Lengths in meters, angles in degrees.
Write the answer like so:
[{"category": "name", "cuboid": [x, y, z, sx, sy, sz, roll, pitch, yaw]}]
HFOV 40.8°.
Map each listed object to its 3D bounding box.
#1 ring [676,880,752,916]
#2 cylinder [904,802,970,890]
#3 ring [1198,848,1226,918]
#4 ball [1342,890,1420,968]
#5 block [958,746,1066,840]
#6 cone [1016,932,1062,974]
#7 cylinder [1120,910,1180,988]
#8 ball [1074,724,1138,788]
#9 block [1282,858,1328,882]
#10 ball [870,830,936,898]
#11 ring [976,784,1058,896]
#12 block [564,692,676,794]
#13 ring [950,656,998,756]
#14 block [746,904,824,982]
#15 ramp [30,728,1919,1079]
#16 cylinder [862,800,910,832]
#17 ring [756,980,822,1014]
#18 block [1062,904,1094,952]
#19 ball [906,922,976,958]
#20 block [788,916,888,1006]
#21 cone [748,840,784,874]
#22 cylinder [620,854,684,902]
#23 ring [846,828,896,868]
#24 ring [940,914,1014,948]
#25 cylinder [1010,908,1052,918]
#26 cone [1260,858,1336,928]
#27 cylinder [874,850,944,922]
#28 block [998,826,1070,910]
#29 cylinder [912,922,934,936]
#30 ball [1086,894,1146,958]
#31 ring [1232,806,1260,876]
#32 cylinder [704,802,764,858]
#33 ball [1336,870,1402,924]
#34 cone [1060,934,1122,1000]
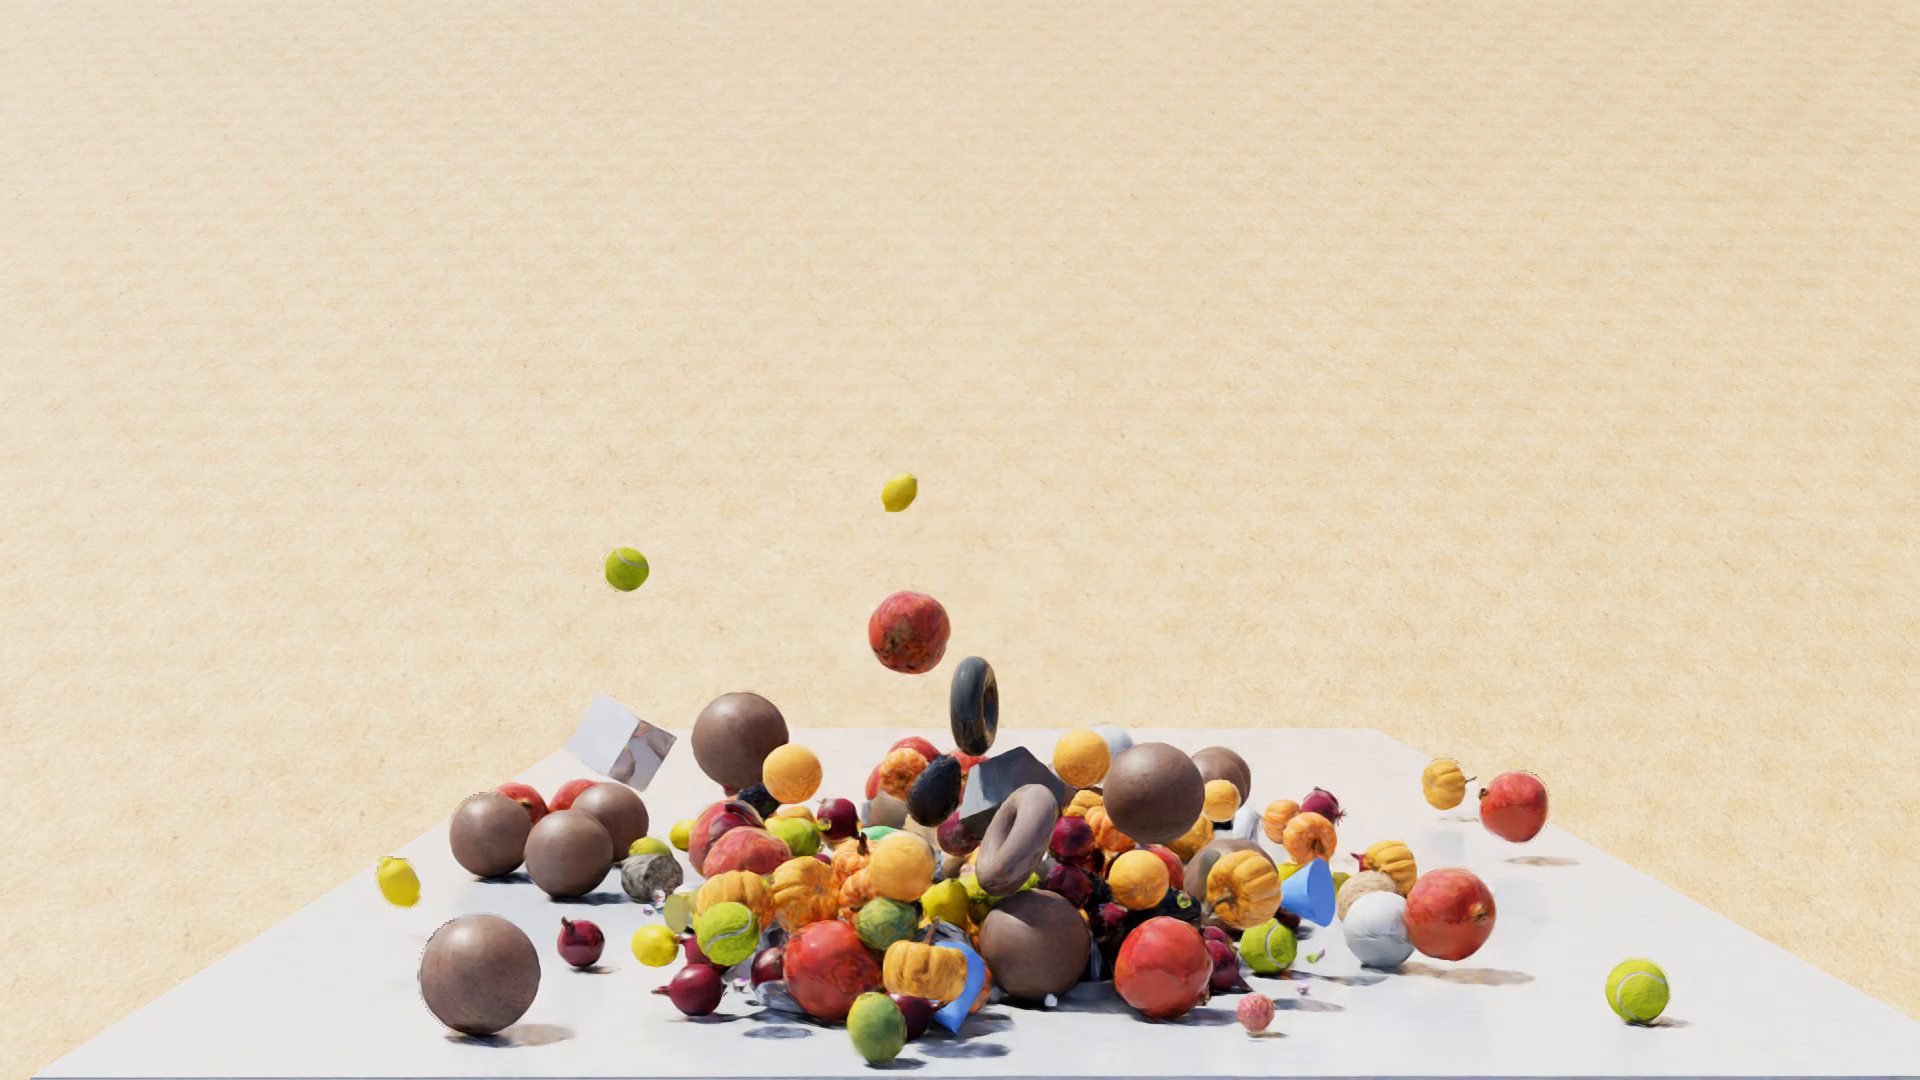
[{"category": "ring", "cuboid": [-0.348, 0.505, 3.628, 0.114, 0.038, 0.114, 4, 4, 0]}, {"category": "cylinder", "cuboid": [-0.040, 0.451, 3.796, 0.098, 0.098, 0.098, 5, 53, -6]}, {"category": "ring", "cuboid": [0.324, 0.440, 3.311, 0.030, 0.090, 0.090, -5, 27, 8]}, {"category": "ball", "cuboid": [0.523, 0.483, 3.203, 0.095, 0.095, 0.095, 0, 28, 0]}, {"category": "block", "cuboid": [0.065, 0.327, 3.216, 0.086, 0.086, 0.086, -26, 34, 35]}, {"category": "cone", "cuboid": [0.105, 0.503, 3.174, 0.053, 0.053, 0.053, -9, 27, -37]}, {"category": "cylinder", "cuboid": [0.227, 0.486, 3.067, 0.065, 0.065, 0.065, 5, 39, 9]}, {"category": "ball", "cuboid": [0.214, 0.318, 3.788, 0.093, 0.093, 0.093, 0, 28, 0]}, {"category": "block", "cuboid": [0.501, 0.494, 3.742, 0.058, 0.058, 0.058, 0, 1, 17]}, {"category": "ball", "cuboid": [-0.066, 0.377, 3.014, 0.078, 0.078, 0.078, 0, 28, 0]}, {"category": "ring", "cuboid": [0.066, 0.348, 3.000, 0.047, 0.141, 0.141, 29, 25, -12]}, {"category": "block", "cuboid": [-0.422, 0.252, 3.217, 0.081, 0.081, 0.081, 28, -5, 35]}, {"category": "ring", "cuboid": [0.018, 0.206, 3.210, 0.042, 0.125, 0.125, -1, 27, 14]}, {"category": "block", "cuboid": [-0.200, 0.487, 3.090, 0.074, 0.074, 0.074, -18, 8, -22]}, {"category": "ramp", "cuboid": [0.062, 0.561, 4.599, 2.000, 0.100, 4.000, 0, 1, 0]}, {"category": "cylinder", "cuboid": [-0.122, 0.475, 4.271, 0.081, 0.081, 0.081, 0, 1, 0]}, {"category": "ring", "cuboid": [-0.194, 0.519, 2.931, 0.077, 0.026, 0.077, 10, -1, 0]}, {"category": "block", "cuboid": [0.168, 0.500, 3.337, 0.053, 0.053, 0.053, 0, -3, -20]}, {"category": "ball", "cuboid": [-0.023, 0.491, 3.034, 0.084, 0.084, 0.084, 0, 28, 0]}, {"category": "block", "cuboid": [-0.143, 0.491, 3.022, 0.085, 0.085, 0.085, -1, 1, -34]}, {"category": "cone", "cuboid": [-0.291, 0.504, 4.011, 0.056, 0.056, 0.056, -20, 36, -33]}, {"category": "cylinder", "cuboid": [-0.444, 0.488, 3.730, 0.066, 0.066, 0.066, -23, 10, -37]}, {"category": "ring", "cuboid": [-0.123, 0.480, 4.017, 0.109, 0.109, 0.036, -1, 60, -3]}, {"category": "ring", "cuboid": [0.017, 0.509, 3.368, 0.106, 0.035, 0.106, -5, 1, 0]}, {"category": "cylinder", "cuboid": [0.082, 0.476, 3.524, 0.075, 0.075, 0.075, 7, 25, -17]}, {"category": "cone", "cuboid": [0.402, 0.432, 3.143, 0.083, 0.083, 0.083, -9, 21, 30]}, {"category": "cylinder", "cuboid": [-0.070, 0.476, 3.562, 0.093, 0.093, 0.093, -2, 28, -1]}, {"category": "block", "cuboid": [0.085, 0.401, 3.160, 0.071, 0.071, 0.071, -4, 27, 19]}, {"category": "cylinder", "cuboid": [-0.034, 0.505, 3.202, 0.053, 0.053, 0.053, 0, 1, 0]}, {"category": "ball", "cuboid": [0.201, 0.489, 3.278, 0.080, 0.080, 0.080, 0, 28, 0]}, {"category": "ring", "cuboid": [0.442, 0.466, 3.992, 0.037, 0.110, 0.110, 1, 27, 10]}, {"category": "cylinder", "cuboid": [-0.371, 0.475, 4.235, 0.082, 0.082, 0.082, 4, 1, 7]}, {"category": "ball", "cuboid": [0.543, 0.483, 3.421, 0.089, 0.089, 0.089, 0, 28, 0]}, {"category": "cone", "cuboid": [0.155, 0.497, 3.033, 0.073, 0.073, 0.073, 0, 1, 0]}]
